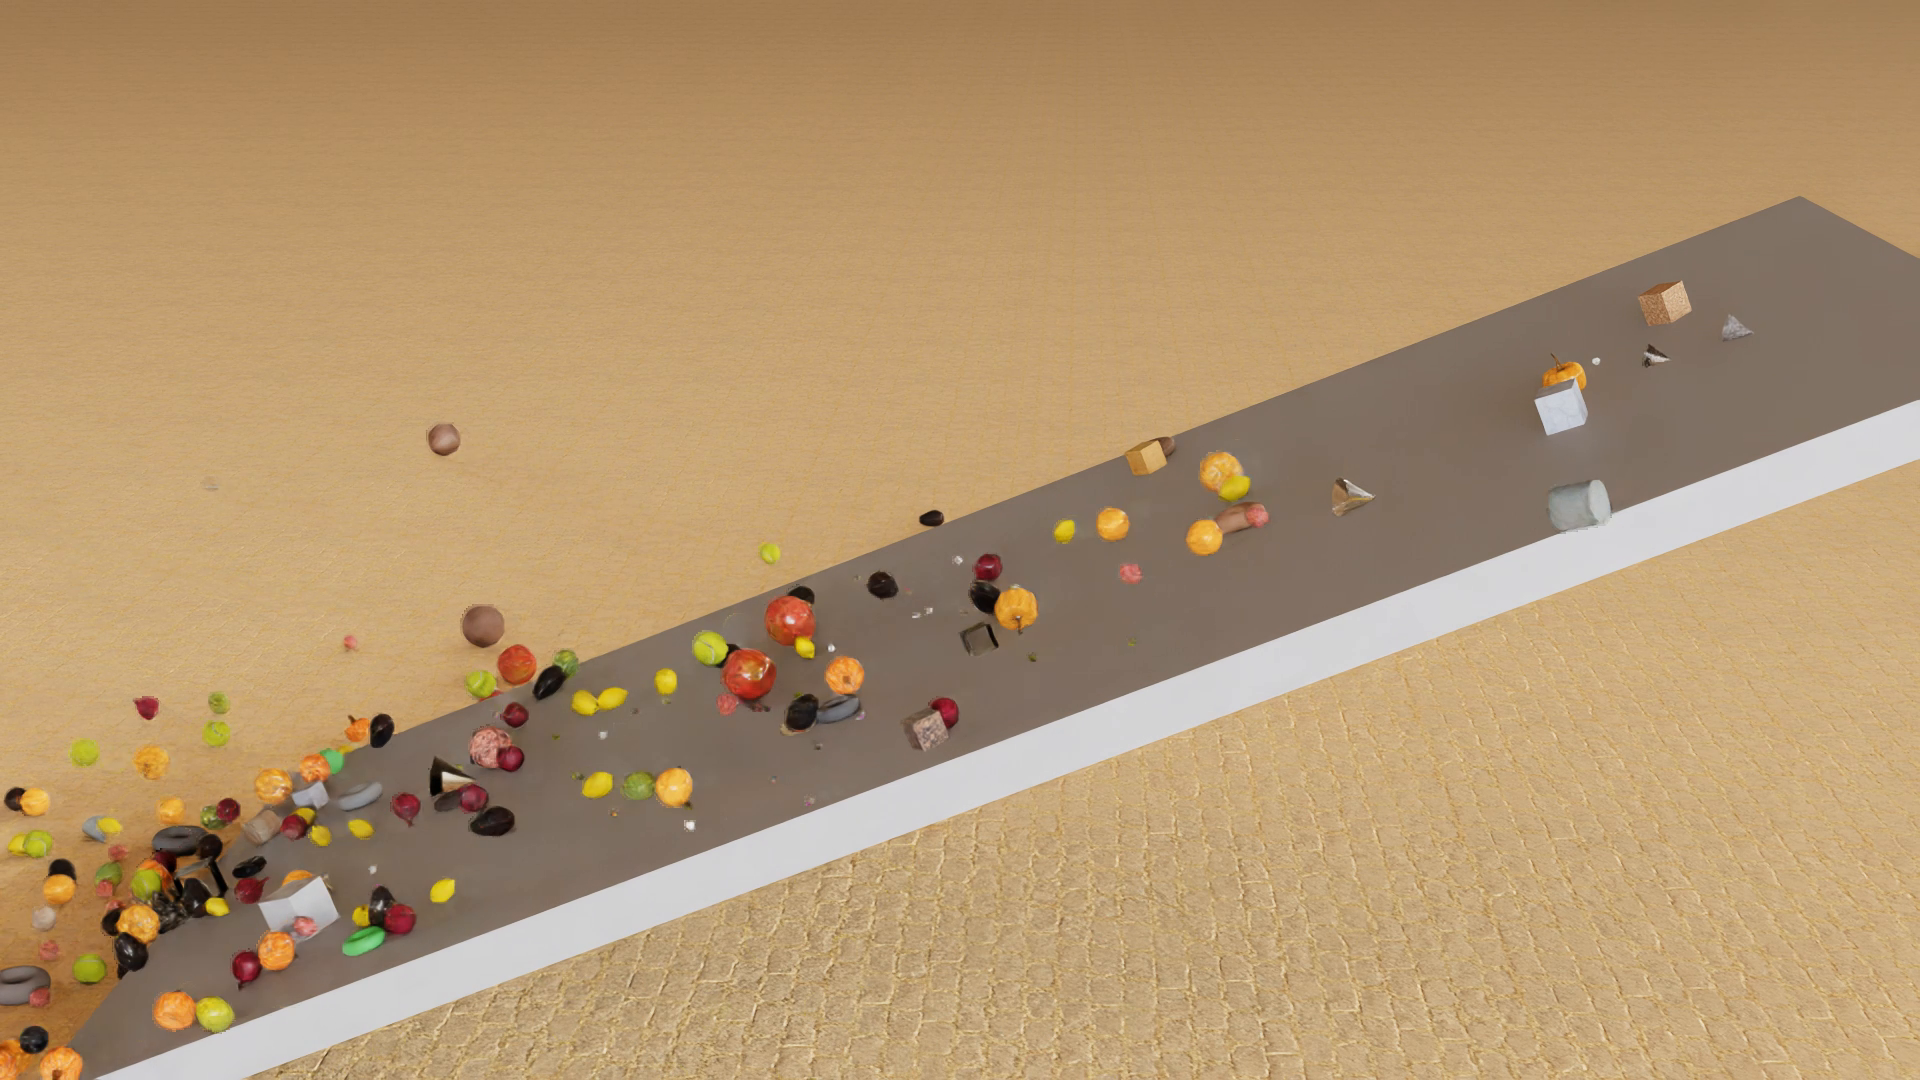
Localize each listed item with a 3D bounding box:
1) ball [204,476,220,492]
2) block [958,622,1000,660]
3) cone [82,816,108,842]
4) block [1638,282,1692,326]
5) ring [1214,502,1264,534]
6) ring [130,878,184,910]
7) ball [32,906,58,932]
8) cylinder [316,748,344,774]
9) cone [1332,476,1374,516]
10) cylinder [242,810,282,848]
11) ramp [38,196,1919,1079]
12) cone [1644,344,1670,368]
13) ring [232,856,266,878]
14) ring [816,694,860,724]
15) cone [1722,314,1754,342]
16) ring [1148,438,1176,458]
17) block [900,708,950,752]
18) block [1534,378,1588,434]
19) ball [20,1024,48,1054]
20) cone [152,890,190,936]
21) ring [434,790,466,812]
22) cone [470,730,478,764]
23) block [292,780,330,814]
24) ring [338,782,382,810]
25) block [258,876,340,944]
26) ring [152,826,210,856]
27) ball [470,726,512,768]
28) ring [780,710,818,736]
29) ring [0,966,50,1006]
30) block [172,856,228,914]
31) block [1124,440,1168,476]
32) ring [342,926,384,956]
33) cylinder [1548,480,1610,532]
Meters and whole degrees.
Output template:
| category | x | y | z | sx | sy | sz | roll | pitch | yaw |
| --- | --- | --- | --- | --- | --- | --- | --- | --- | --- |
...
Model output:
| category | x | y | z | sx | sy | sz | roll | pitch | yaw |
| --- | --- | --- | --- | --- | --- | --- | --- | --- | --- |
| ball | -2.811 | -0.211 | 11.045 | 0.060 | 0.060 | 0.060 | 0 | 14 | 0 |
| block | 0.039 | 0.203 | 5.947 | 0.052 | 0.052 | 0.052 | -26 | 12 | -15 |
| cone | -2.133 | 0.730 | 7.291 | 0.067 | 0.067 | 0.067 | -9 | 43 | -32 |
| block | 1.521 | -0.510 | 6.345 | 0.069 | 0.069 | 0.069 | -29 | 14 | -29 |
| ring | 0.578 | -0.047 | 6.102 | 0.111 | 0.037 | 0.111 | -22 | 11 | 4 |
| ring | -1.861 | 0.827 | 6.861 | 0.145 | 0.048 | 0.145 | 1 | 13 | 0 |
| ball | -2.085 | 0.863 | 6.697 | 0.056 | 0.056 | 0.056 | 0 | 14 | 0 |
| cylinder | -1.566 | 0.550 | 7.312 | 0.057 | 0.057 | 0.057 | -10 | -8 | -34 |
| cone | 0.796 | -0.085 | 5.878 | 0.080 | 0.080 | 0.080 | 2 | 13 | -16 |
| cylinder | -1.629 | 0.673 | 6.870 | 0.065 | 0.065 | 0.065 | 12 | 34 | 41 |
| ramp | 0.124 | 0.173 | 6.290 | 4.000 | 0.100 | 2.000 | -21 | 12 | 7 |
| cone | 1.431 | -0.372 | 6.013 | 0.050 | 0.050 | 0.050 | 12 | 17 | 20 |
| ring | -1.603 | 0.739 | 6.636 | 0.079 | 0.026 | 0.079 | -20 | 13 | 5 |
| ring | -0.246 | 0.340 | 5.913 | 0.094 | 0.031 | 0.094 | -21 | 13 | 5 |
| cone | 1.583 | -0.425 | 5.963 | 0.057 | 0.057 | 0.057 | 16 | 19 | 26 |
| ring | 0.463 | -0.213 | 7.035 | 0.113 | 0.038 | 0.113 | -20 | 13 | 5 |
| block | -0.064 | 0.353 | 5.467 | 0.058 | 0.058 | 0.058 | -27 | 13 | -20 |
| block | 1.195 | -0.265 | 5.844 | 0.077 | 0.077 | 0.077 | -17 | 13 | 23 |
| ball | -1.828 | 0.986 | 5.807 | 0.056 | 0.056 | 0.056 | 0 | 14 | 0 |
| cone | -1.751 | 0.805 | 6.456 | 0.092 | 0.092 | 0.092 | -21 | 12 | 5 |
| ring | -1.125 | 0.574 | 6.491 | 0.076 | 0.025 | 0.076 | -22 | 11 | 4 |
| cone | -1.086 | 0.481 | 6.806 | 0.080 | 0.080 | 0.080 | 4 | 14 | -3 |
| block | -1.549 | 0.613 | 7.016 | 0.054 | 0.054 | 0.054 | -15 | 14 | 30 |
| ring | -1.402 | 0.598 | 6.865 | 0.110 | 0.037 | 0.110 | -20 | 13 | 5 |
| block | -1.336 | 0.748 | 5.945 | 0.095 | 0.095 | 0.095 | -14 | 15 | 36 |
| ring | -1.913 | 0.739 | 7.223 | 0.137 | 0.046 | 0.137 | 0 | 15 | 0 |
| ball | -1.063 | 0.471 | 6.664 | 0.095 | 0.095 | 0.095 | 0 | 14 | 0 |
| ring | -0.324 | 0.370 | 5.932 | 0.083 | 0.028 | 0.083 | -21 | 13 | 5 |
| ring | -2.028 | 0.959 | 6.328 | 0.139 | 0.046 | 0.139 | -3 | 16 | 1 |
| block | -1.688 | 0.765 | 6.538 | 0.082 | 0.082 | 0.082 | -23 | 12 | -1 |
| block | 0.438 | -0.193 | 6.934 | 0.060 | 0.060 | 0.060 | -30 | 14 | -32 |
| ring | -1.148 | 0.773 | 5.661 | 0.087 | 0.029 | 0.087 | -20 | 13 | 5 |
| cylinder | 1.083 | -0.060 | 5.143 | 0.078 | 0.078 | 0.078 | -12 | 4 | 38 |
